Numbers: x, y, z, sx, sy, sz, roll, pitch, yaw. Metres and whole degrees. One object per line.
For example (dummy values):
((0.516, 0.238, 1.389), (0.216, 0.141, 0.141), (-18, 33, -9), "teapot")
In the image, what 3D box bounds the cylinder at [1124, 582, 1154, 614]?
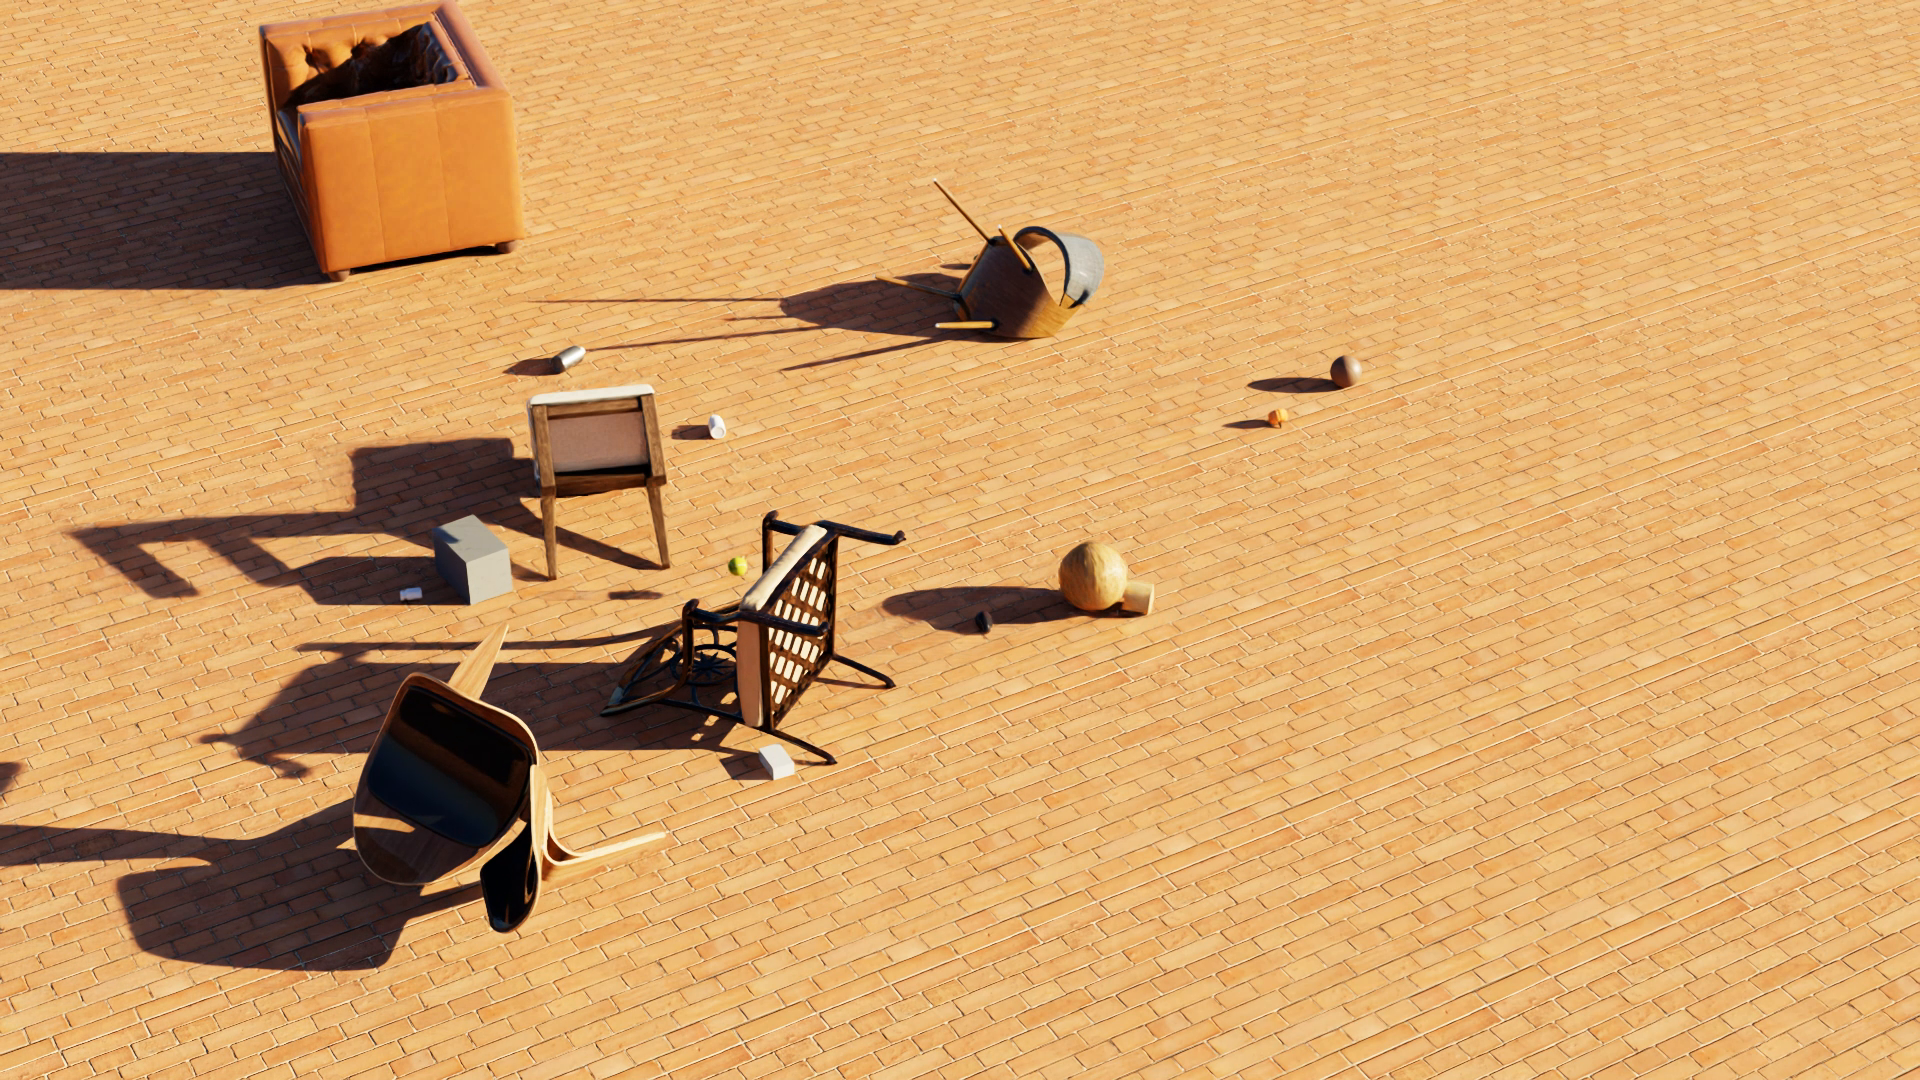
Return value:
((0.644, 0.207, 10.541), (0.094, 0.094, 0.111), (8, 62, 12), "cylinder")

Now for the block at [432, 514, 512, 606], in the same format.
((-1.775, 0.071, 10.668), (0.170, 0.185, 0.271), (-21, 39, -29), "block")

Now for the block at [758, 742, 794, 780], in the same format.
((-0.612, 0.738, 9.782), (0.074, 0.047, 0.124), (-15, 36, -22), "block")

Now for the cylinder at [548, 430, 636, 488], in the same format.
((-1.412, -0.311, 11.258), (0.313, 0.174, 0.300), (-2, 30, -3), "cylinder")

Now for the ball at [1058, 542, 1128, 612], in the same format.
((0.477, 0.132, 10.519), (0.249, 0.249, 0.249), (0, 33, 0), "ball")
